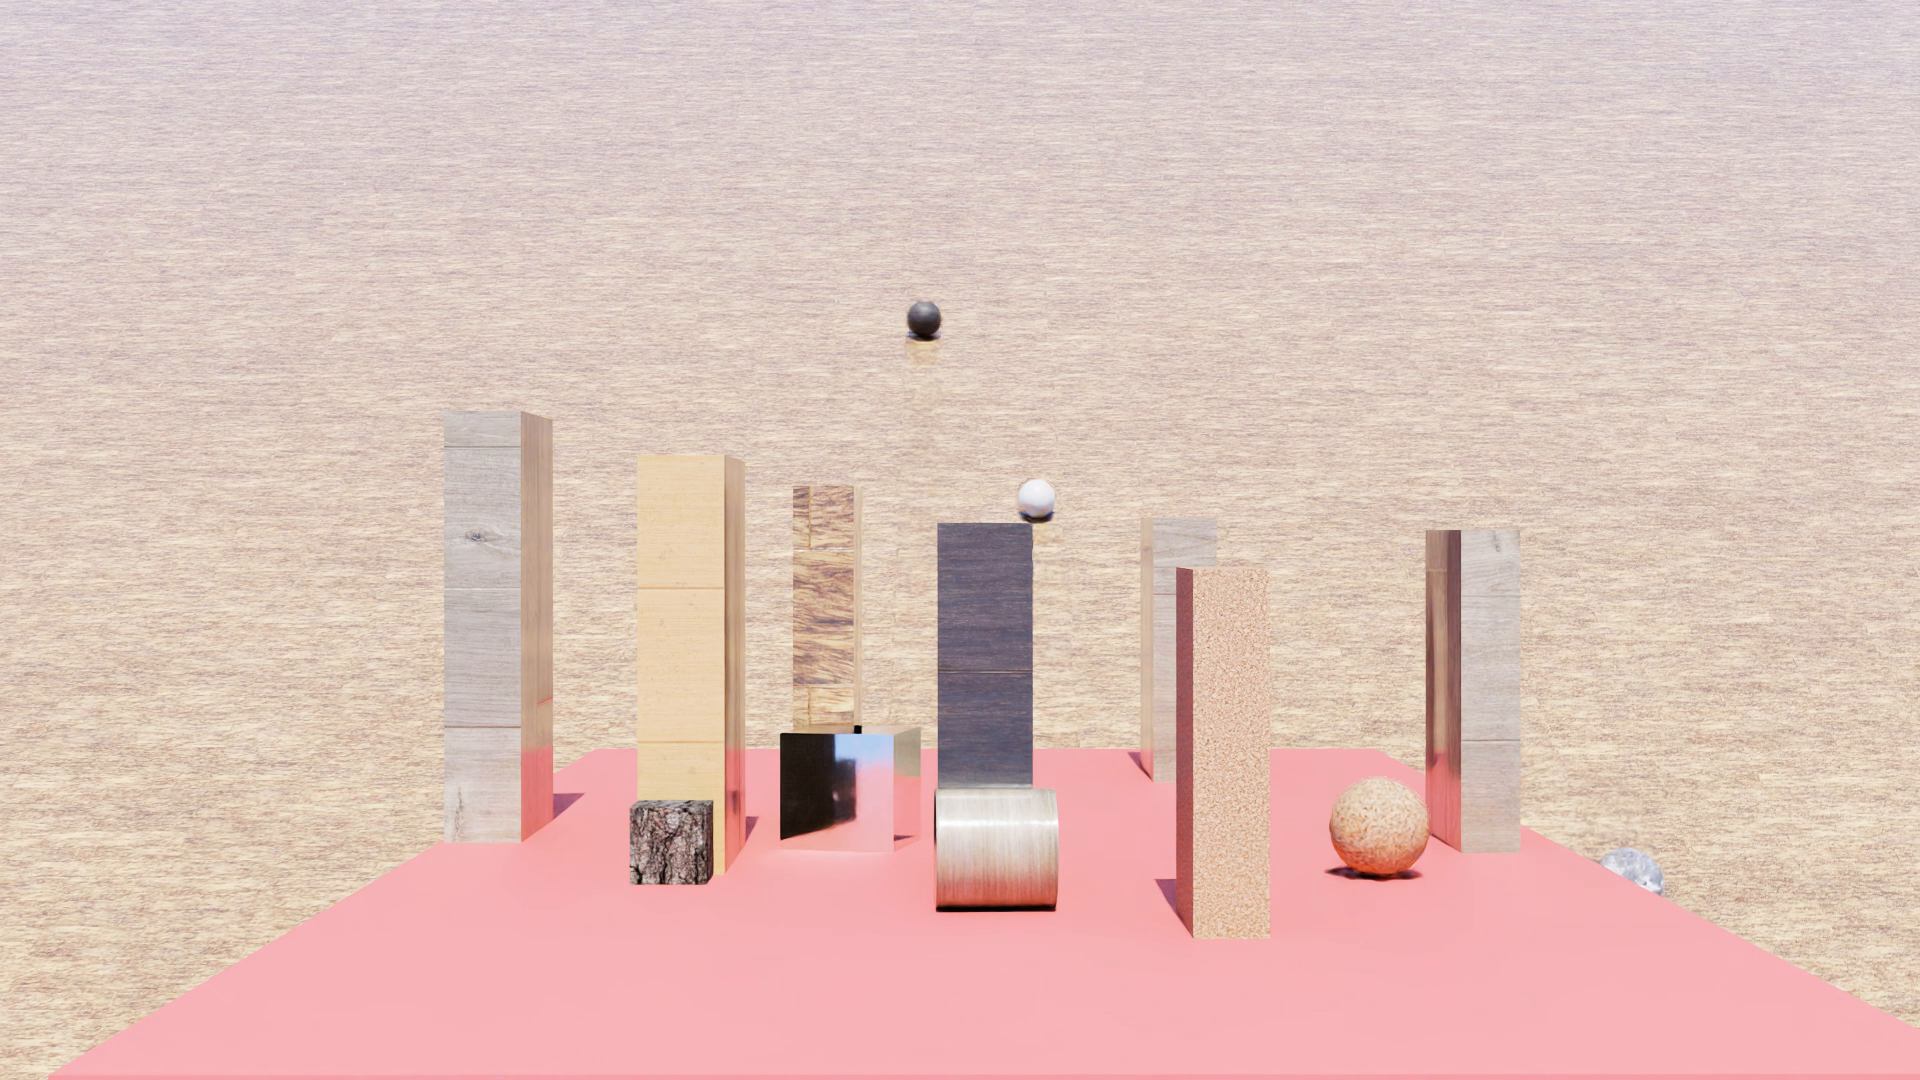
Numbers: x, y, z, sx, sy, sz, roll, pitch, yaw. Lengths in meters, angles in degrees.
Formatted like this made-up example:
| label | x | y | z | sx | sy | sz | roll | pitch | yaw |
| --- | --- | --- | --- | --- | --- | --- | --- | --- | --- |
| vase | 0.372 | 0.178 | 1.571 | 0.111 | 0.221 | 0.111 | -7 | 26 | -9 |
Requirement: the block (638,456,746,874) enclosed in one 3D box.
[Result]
| label | x | y | z | sx | sy | sz | roll | pitch | yaw |
| --- | --- | --- | --- | --- | --- | --- | --- | --- | --- |
| block | -0.453 | 0.202 | 4.400 | 0.141 | 0.681 | 0.413 | 0 | 0 | 0 |

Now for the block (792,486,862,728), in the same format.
| label | x | y | z | sx | sy | sz | roll | pitch | yaw |
| --- | --- | --- | --- | --- | --- | --- | --- | --- | --- |
| block | -0.250 | 0.221 | 4.926 | 0.111 | 0.641 | 0.397 | 0 | 0 | 0 |

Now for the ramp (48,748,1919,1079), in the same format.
| label | x | y | z | sx | sy | sz | roll | pitch | yaw |
| --- | --- | --- | --- | --- | --- | --- | --- | --- | --- |
| ramp | 0.066 | 0.591 | 4.645 | 2.000 | 0.100 | 4.000 | 0 | 0 | 0 |

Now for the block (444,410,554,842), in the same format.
| label | x | y | z | sx | sy | sz | roll | pitch | yaw |
| --- | --- | --- | --- | --- | --- | --- | --- | --- | --- |
| block | -0.855 | 0.155 | 4.812 | 0.138 | 0.773 | 0.366 | 0 | 0 | 0 |

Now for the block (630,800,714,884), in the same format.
| label | x | y | z | sx | sy | sz | roll | pitch | yaw |
| --- | --- | --- | --- | --- | --- | --- | --- | --- | --- |
| block | -0.460 | 0.482 | 4.134 | 0.121 | 0.121 | 0.121 | 0 | 0 | 0 |

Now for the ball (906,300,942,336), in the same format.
| label | x | y | z | sx | sy | sz | roll | pitch | yaw |
| --- | --- | --- | --- | --- | --- | --- | --- | --- | --- |
| ball | -0.124 | -0.771 | 9.002 | 0.123 | 0.123 | 0.123 | 0 | 30 | 0 |

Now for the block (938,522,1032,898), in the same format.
| label | x | y | z | sx | sy | sz | roll | pitch | yaw |
| --- | --- | --- | --- | --- | --- | --- | --- | --- | --- |
| block | 0.038 | 0.258 | 4.127 | 0.145 | 0.570 | 0.425 | 0 | 0 | 0 |

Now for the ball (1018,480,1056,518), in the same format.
| label | x | y | z | sx | sy | sz | roll | pitch | yaw |
| --- | --- | --- | --- | --- | --- | --- | --- | --- | --- |
| ball | 0.233 | -0.126 | 7.872 | 0.117 | 0.117 | 0.117 | 0 | 30 | 0 |

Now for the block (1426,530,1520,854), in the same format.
| label | x | y | z | sx | sy | sz | roll | pitch | yaw |
| --- | --- | --- | --- | --- | --- | --- | --- | --- | --- |
| block | 0.918 | 0.261 | 4.644 | 0.102 | 0.559 | 0.342 | 0 | 0 | 0 |

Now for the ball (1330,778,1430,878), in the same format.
| label | x | y | z | sx | sy | sz | roll | pitch | yaw |
| --- | --- | --- | --- | --- | --- | --- | --- | --- | --- |
| ball | 0.675 | 0.463 | 4.162 | 0.159 | 0.159 | 0.159 | 0 | 30 | 0 |

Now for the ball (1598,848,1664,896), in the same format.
| label | x | y | z | sx | sy | sz | roll | pitch | yaw |
| --- | --- | --- | --- | --- | --- | --- | --- | --- | --- |
| ball | 1.212 | 0.623 | 4.697 | 0.126 | 0.126 | 0.126 | 0 | 30 | 0 |

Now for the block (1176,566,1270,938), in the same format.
| label | x | y | z | sx | sy | sz | roll | pitch | yaw |
| --- | --- | --- | --- | --- | --- | --- | --- | --- | --- |
| block | 0.370 | 0.292 | 3.666 | 0.105 | 0.504 | 0.276 | 0 | 0 | 0 |

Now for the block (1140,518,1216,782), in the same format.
| label | x | y | z | sx | sy | sz | roll | pitch | yaw |
| --- | --- | --- | --- | --- | --- | --- | --- | --- | --- |
| block | 0.500 | 0.243 | 5.949 | 0.141 | 0.589 | 0.411 | 0 | 0 | 0 |

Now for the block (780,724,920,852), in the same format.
| label | x | y | z | sx | sy | sz | roll | pitch | yaw |
| --- | --- | --- | --- | --- | --- | --- | --- | --- | --- |
| block | -0.193 | 0.439 | 4.606 | 0.205 | 0.205 | 0.205 | 0 | 0 | 13 |
